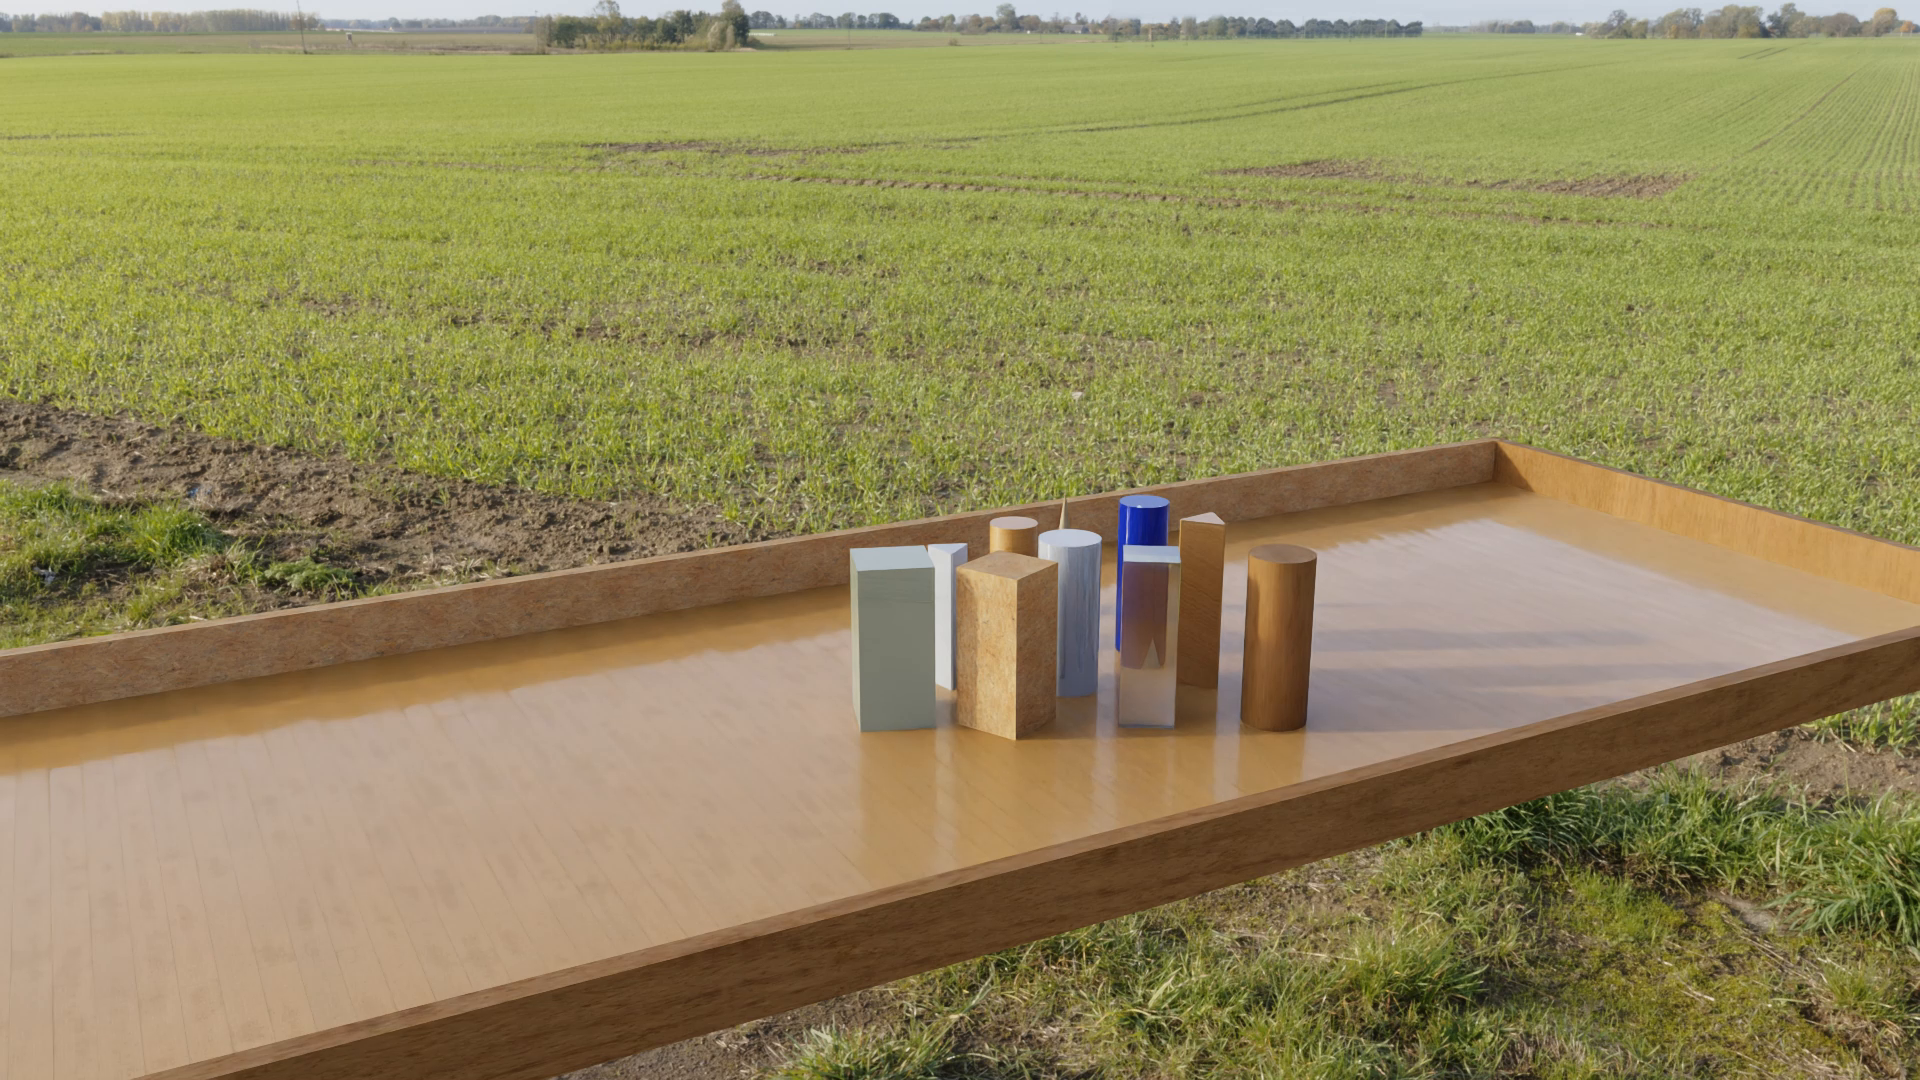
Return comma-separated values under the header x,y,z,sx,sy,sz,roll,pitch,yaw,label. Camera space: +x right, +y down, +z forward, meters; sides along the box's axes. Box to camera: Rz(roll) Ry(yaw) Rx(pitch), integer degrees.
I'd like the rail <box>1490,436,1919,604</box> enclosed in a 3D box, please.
x,y,z,sx,sy,sz,roll,pitch,yaw,label
2.466,-0.048,5.253,0.050,0.150,2.100,-9,18,-27,rail

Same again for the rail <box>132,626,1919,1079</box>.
x,y,z,sx,sy,sz,roll,pitch,yaw,label
-2.336,1.006,1.665,12.000,0.150,0.050,-9,18,-27,rail

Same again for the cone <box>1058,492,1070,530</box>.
x,y,z,sx,sy,sz,roll,pitch,yaw,label
0.292,0.031,4.622,0.104,0.354,0.104,0,16,0,cone

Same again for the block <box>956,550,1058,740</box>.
x,y,z,sx,sy,sz,roll,pitch,yaw,label
0.110,0.242,3.847,0.168,0.387,0.168,12,20,35,block

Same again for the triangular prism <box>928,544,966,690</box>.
x,y,z,sx,sy,sz,roll,pitch,yaw,label
-0.016,0.185,4.097,0.083,0.354,0.096,-12,20,-36,triangular prism

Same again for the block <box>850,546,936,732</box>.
x,y,z,sx,sy,sz,roll,pitch,yaw,label
-0.158,0.230,3.876,0.177,0.393,0.177,-3,17,-9,block

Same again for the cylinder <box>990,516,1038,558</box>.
x,y,z,sx,sy,sz,roll,pitch,yaw,label
0.141,0.117,4.360,0.126,0.337,0.126,0,16,0,cylinder

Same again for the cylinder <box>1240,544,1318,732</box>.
x,y,z,sx,sy,sz,roll,pitch,yaw,label
0.743,0.228,3.853,0.155,0.410,0.155,0,16,0,cylinder

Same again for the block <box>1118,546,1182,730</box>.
x,y,z,sx,sy,sz,roll,pitch,yaw,label
0.442,0.227,3.860,0.130,0.407,0.130,1,16,5,block

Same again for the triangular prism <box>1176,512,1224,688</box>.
x,y,z,sx,sy,sz,roll,pitch,yaw,label
0.606,0.147,4.101,0.110,0.424,0.095,7,18,22,triangular prism

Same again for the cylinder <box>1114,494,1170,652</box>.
x,y,z,sx,sy,sz,roll,pitch,yaw,label
0.477,0.092,4.328,0.130,0.401,0.130,0,16,0,cylinder

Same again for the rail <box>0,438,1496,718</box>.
x,y,z,sx,sy,sz,roll,pitch,yaw,label
-3.305,0.497,3.399,12.000,0.150,0.050,-9,18,-27,rail

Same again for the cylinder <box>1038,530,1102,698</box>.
x,y,z,sx,sy,sz,roll,pitch,yaw,label
0.267,0.179,4.063,0.153,0.385,0.153,0,16,0,cylinder
